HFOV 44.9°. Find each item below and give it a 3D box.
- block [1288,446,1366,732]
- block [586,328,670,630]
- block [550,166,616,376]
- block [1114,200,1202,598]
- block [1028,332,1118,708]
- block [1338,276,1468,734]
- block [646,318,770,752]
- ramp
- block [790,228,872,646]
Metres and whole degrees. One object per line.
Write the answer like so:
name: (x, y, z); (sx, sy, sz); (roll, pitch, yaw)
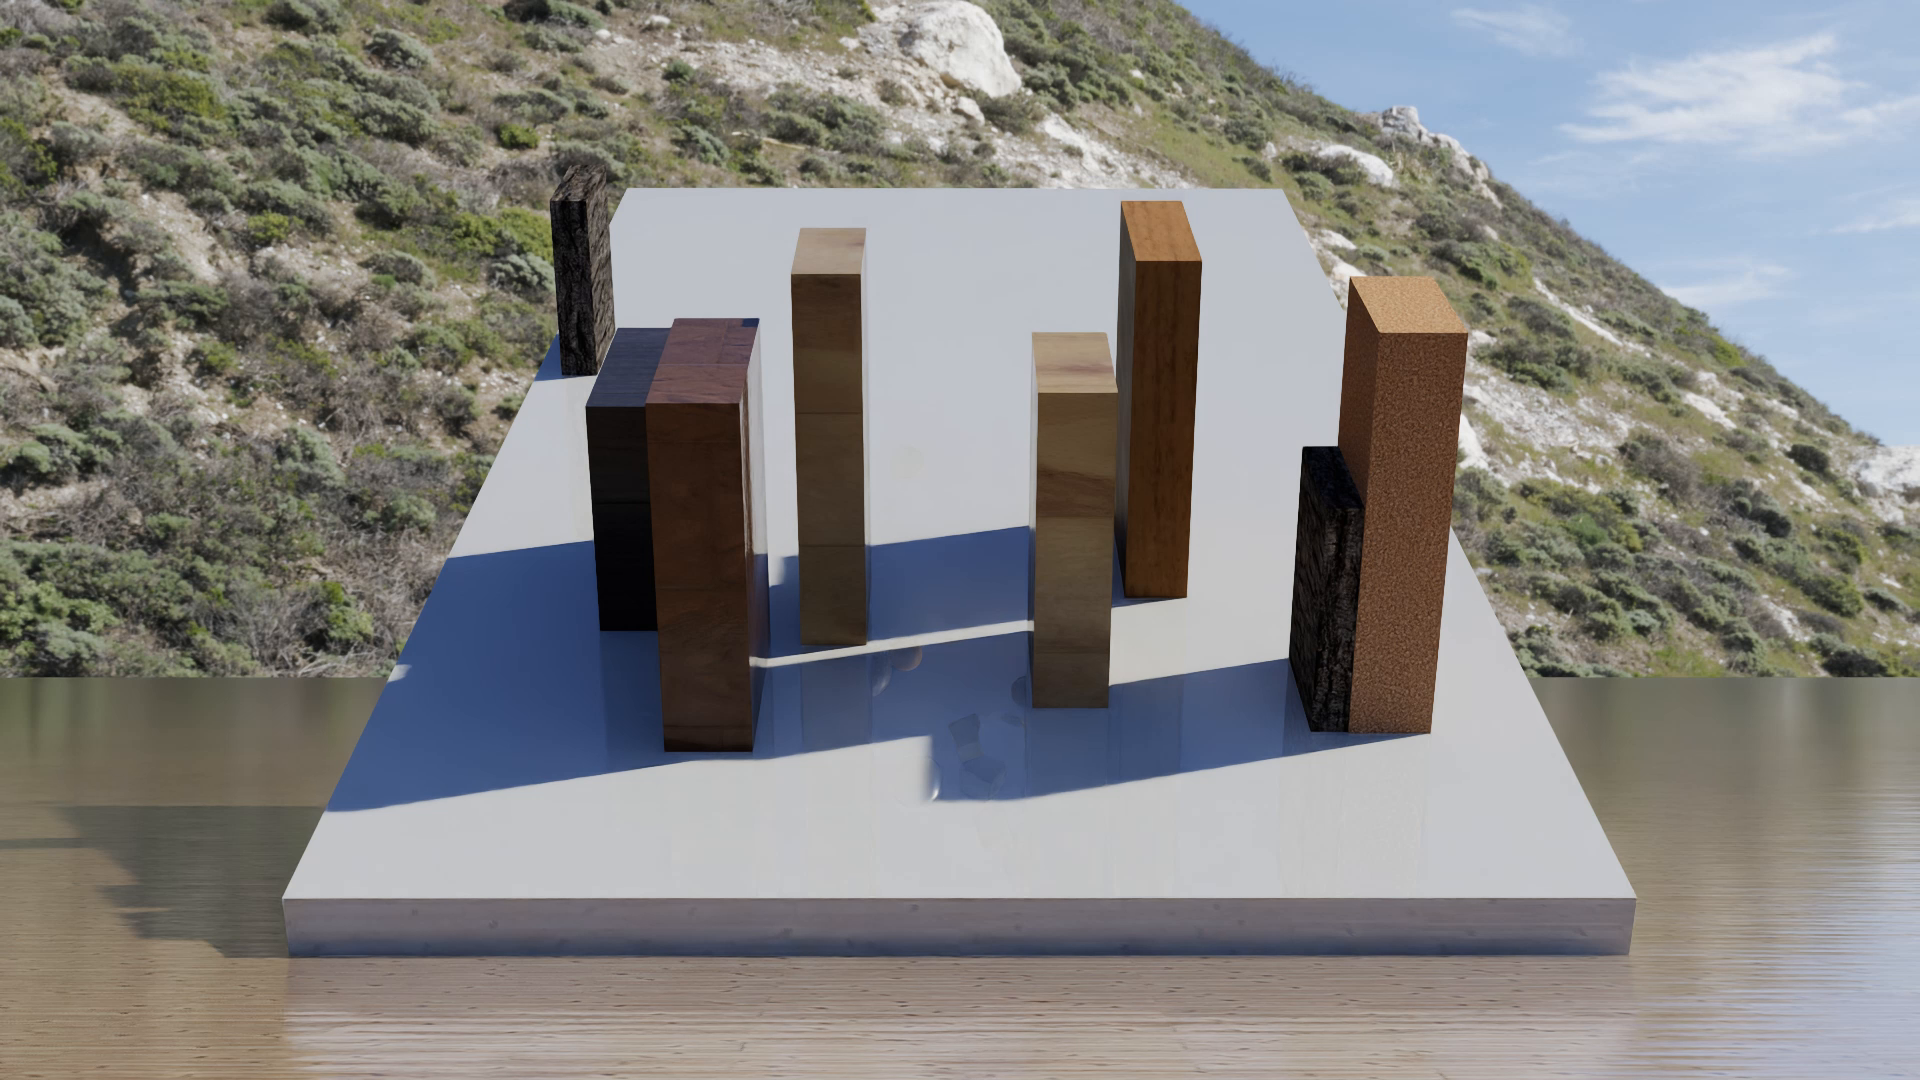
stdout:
block: (0.639, 0.080, 3.945); (0.099, 0.406, 0.278); (0, 24, 0)
block: (-0.601, -0.122, 4.363); (0.118, 0.437, 0.438); (0, 24, 0)
block: (-0.906, -0.653, 5.589); (0.085, 0.426, 0.327); (0, 24, 0)
block: (0.370, -0.274, 4.437); (0.117, 0.660, 0.401); (0, 24, 0)
block: (0.189, -0.036, 4.000); (0.129, 0.574, 0.305); (0, 24, 0)
block: (0.721, -0.058, 3.889); (0.138, 0.706, 0.297); (0, 24, 0)
block: (-0.415, -0.015, 3.901); (0.146, 0.613, 0.420); (0, 24, 0)
ramp: (-0.008, -0.227, 5.277); (2.000, 0.100, 4.000); (0, 24, 0)
block: (-0.228, -0.186, 4.186); (0.118, 0.698, 0.281); (0, 24, 0)
